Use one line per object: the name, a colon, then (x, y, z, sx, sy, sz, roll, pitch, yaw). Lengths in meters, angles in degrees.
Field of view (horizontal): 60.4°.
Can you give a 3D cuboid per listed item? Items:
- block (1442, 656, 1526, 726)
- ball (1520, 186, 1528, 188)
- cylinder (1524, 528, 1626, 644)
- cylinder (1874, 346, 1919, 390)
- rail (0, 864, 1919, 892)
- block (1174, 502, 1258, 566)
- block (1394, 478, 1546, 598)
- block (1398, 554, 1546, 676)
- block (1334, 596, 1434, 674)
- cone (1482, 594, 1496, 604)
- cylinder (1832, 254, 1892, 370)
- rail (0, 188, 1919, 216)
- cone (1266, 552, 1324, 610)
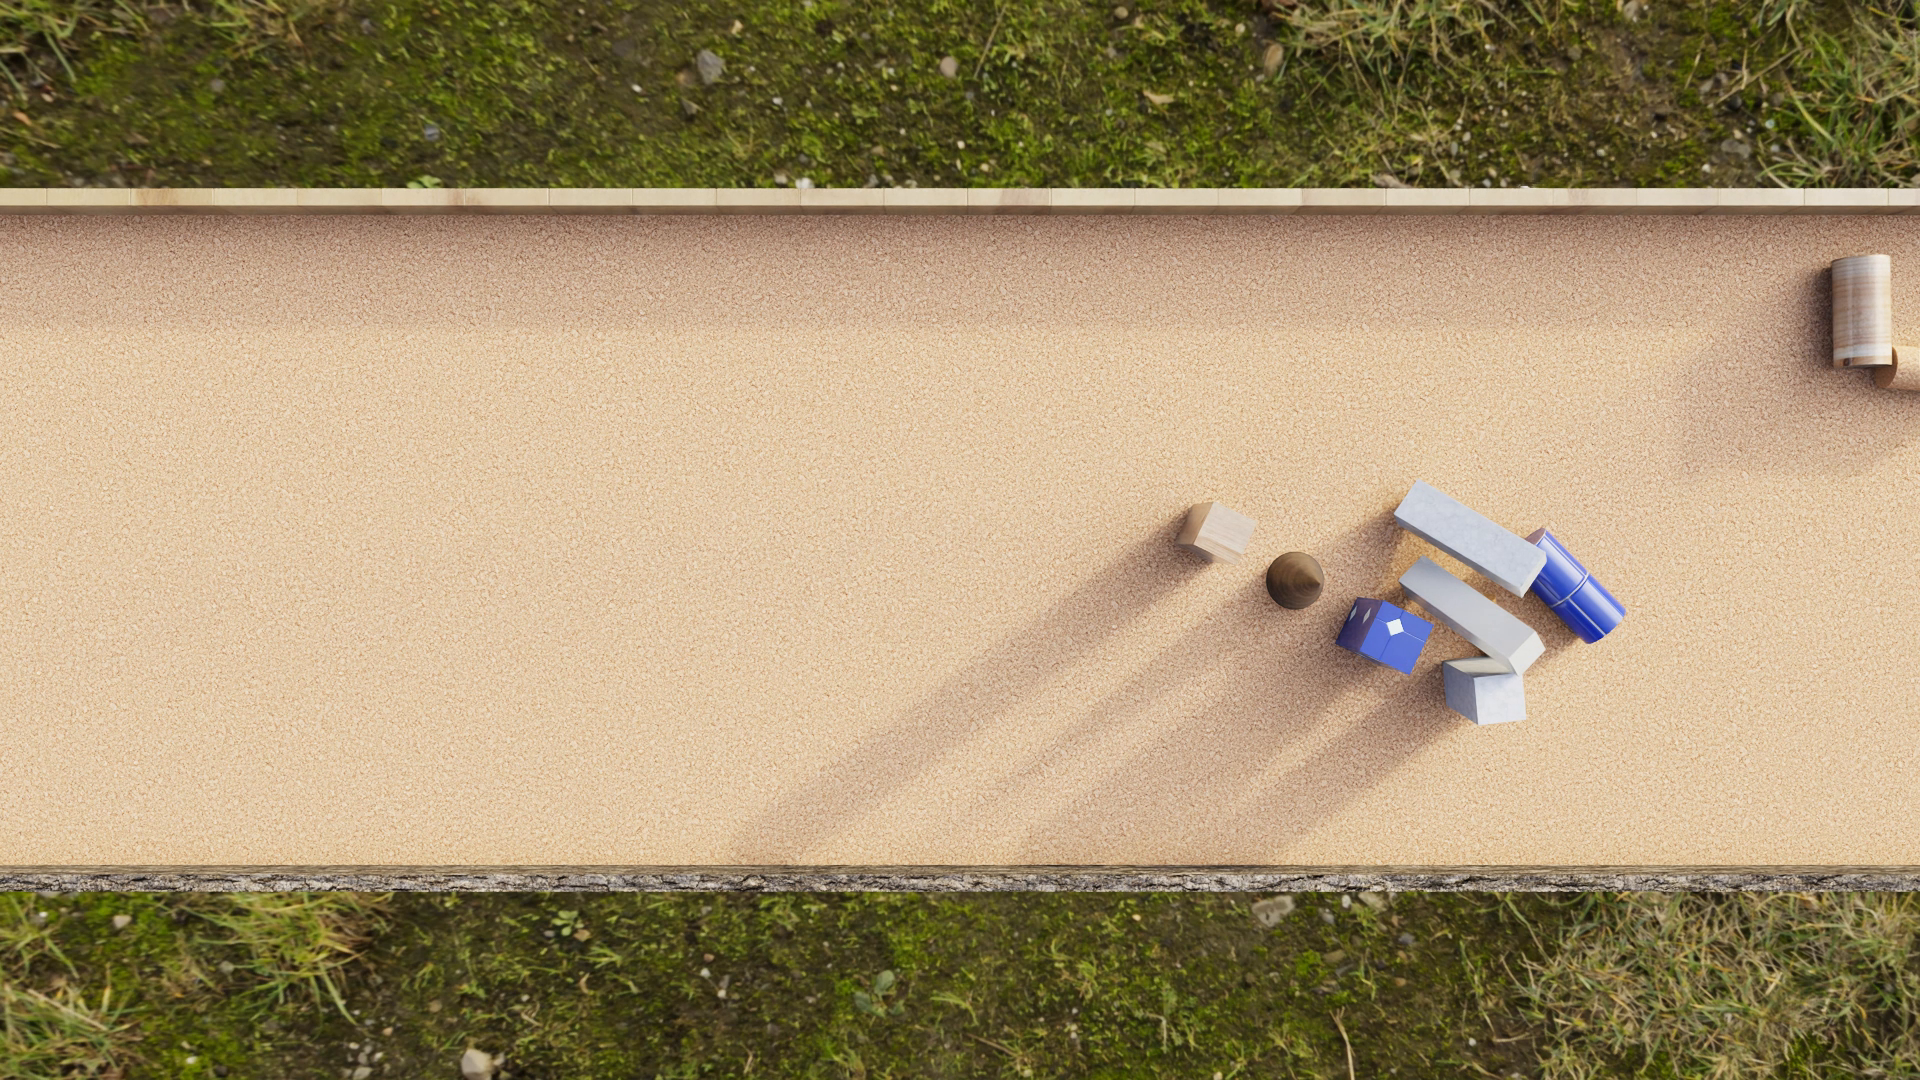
block: (1.560, 0.445, 4.918, 0.140, 0.305, 0.140, -7, 95, 0)
ball: (9.862, -6.055, 28.884, 0.289, 0.289, 0.289, 0, 90, 0)
cylinder: (1.833, 0.139, 4.998, 0.158, 0.158, 0.342, -45, 90, 0)
cylinder: (2.973, -0.515, 5.012, 0.320, 0.129, 0.129, 5, 90, 0)
rail: (-2.247, 1.025, 5.001, 12.000, 0.150, 0.050, 0, 90, 0)
block: (0.749, -0.019, 4.864, 0.135, 0.425, 0.135, 26, 90, 0)
block: (1.522, -0.006, 4.928, 0.427, 0.130, 0.130, 35, 90, 25)
block: (1.506, 0.219, 4.872, 0.110, 0.454, 0.110, -45, 133, -1)
block: (1.261, 0.282, 4.919, 0.161, 0.316, 0.161, 26, 90, 0)
cone: (1.640, 0.336, 5.048, 0.114, 0.114, 0.327, -24, 100, 0)
cylinder: (2.732, -0.688, 4.998, 0.157, 0.157, 0.326, -1, 90, 0)
rail: (-2.247, -1.025, 5.002, 12.000, 0.150, 0.050, 0, 90, 0)
cone: (1.032, 0.125, 4.898, 0.179, 0.356, 0.179, 0, 90, 0)
